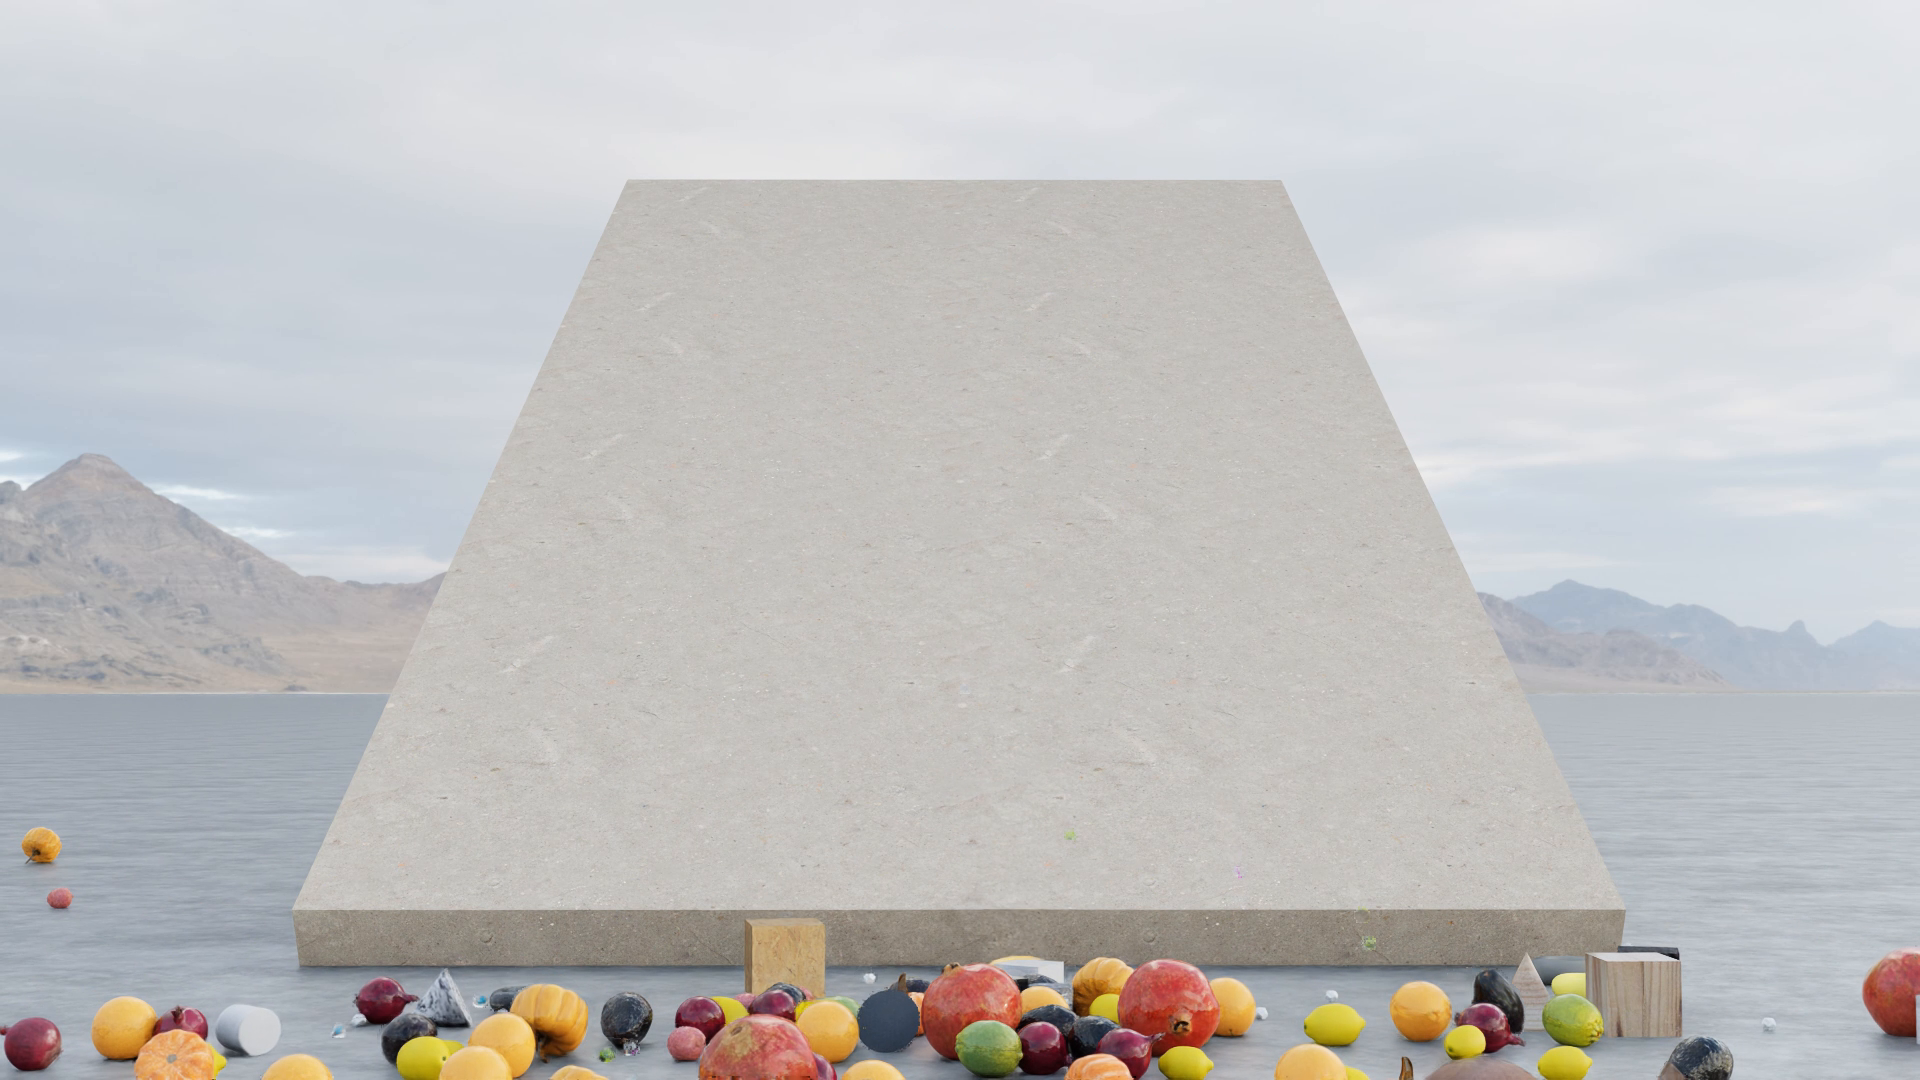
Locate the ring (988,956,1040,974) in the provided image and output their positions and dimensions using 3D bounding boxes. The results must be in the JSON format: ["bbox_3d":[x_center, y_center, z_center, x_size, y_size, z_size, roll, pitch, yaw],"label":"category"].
[{"bbox_3d":[0.083,0.617,3.342,0.088,0.029,0.088,-3,1,0],"label":"ring"}]

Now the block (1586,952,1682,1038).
[{"bbox_3d":[0.826,0.557,2.863,0.090,0.090,0.090,0,-4,-1],"label":"block"}]

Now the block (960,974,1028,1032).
[{"bbox_3d":[0.043,0.575,2.901,0.061,0.061,0.061,2,-4,-31],"label":"block"}]

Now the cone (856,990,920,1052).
[{"bbox_3d":[-0.077,0.578,2.743,0.076,0.076,0.076,-1,-30,12],"label":"cone"}]

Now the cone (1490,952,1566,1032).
[{"bbox_3d":[0.707,0.559,2.908,0.092,0.092,0.092,0,-4,0],"label":"cone"}]

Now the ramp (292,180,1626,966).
[{"bbox_3d":[-0.008,-0.229,5.338,2.000,0.100,4.000,0,24,0],"label":"ramp"}]

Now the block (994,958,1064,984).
[{"bbox_3d":[0.089,0.578,3.008,0.066,0.066,0.066,-2,-4,32],"label":"block"}]

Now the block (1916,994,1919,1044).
[{"bbox_3d":[1.165,0.566,2.740,0.057,0.057,0.057,0,-4,-7],"label":"block"}]

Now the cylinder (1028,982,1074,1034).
[{"bbox_3d":[0.111,0.575,2.864,0.055,0.055,0.055,0,-4,0],"label":"cylinder"}]

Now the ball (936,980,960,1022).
[{"bbox_3d":[-0.004,0.582,2.944,0.052,0.052,0.052,0,-4,0],"label":"ball"}]

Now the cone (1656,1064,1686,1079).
[{"bbox_3d":[0.632,0.537,2.131,0.086,0.086,0.086,-27,-3,-2],"label":"cone"}]

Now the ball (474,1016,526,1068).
[{"bbox_3d":[-0.510,0.557,2.589,0.055,0.055,0.055,0,-4,0],"label":"ball"}]

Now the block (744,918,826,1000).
[{"bbox_3d":[-0.241,0.575,3.204,0.099,0.099,0.099,1,-4,-11],"label":"block"}]

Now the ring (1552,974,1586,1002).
[{"bbox_3d":[0.849,0.607,3.165,0.091,0.030,0.091,1,-3,0],"label":"ring"}]

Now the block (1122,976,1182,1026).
[{"bbox_3d":[0.241,0.580,2.935,0.054,0.054,0.054,2,-4,-29],"label":"block"}]

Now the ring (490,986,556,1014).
[{"bbox_3d":[-0.569,0.599,3.038,0.086,0.029,0.086,1,-2,0],"label":"ring"}]

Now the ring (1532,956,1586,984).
[{"bbox_3d":[0.865,0.614,3.328,0.107,0.036,0.107,0,-5,0],"label":"ring"}]

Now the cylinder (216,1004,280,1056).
[{"bbox_3d":[-0.822,0.565,2.694,0.053,0.053,0.053,-3,-5,44],"label":"cylinder"}]

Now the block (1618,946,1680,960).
[{"bbox_3d":[0.906,0.577,3.068,0.076,0.076,0.076,-1,-4,15],"label":"block"}]
